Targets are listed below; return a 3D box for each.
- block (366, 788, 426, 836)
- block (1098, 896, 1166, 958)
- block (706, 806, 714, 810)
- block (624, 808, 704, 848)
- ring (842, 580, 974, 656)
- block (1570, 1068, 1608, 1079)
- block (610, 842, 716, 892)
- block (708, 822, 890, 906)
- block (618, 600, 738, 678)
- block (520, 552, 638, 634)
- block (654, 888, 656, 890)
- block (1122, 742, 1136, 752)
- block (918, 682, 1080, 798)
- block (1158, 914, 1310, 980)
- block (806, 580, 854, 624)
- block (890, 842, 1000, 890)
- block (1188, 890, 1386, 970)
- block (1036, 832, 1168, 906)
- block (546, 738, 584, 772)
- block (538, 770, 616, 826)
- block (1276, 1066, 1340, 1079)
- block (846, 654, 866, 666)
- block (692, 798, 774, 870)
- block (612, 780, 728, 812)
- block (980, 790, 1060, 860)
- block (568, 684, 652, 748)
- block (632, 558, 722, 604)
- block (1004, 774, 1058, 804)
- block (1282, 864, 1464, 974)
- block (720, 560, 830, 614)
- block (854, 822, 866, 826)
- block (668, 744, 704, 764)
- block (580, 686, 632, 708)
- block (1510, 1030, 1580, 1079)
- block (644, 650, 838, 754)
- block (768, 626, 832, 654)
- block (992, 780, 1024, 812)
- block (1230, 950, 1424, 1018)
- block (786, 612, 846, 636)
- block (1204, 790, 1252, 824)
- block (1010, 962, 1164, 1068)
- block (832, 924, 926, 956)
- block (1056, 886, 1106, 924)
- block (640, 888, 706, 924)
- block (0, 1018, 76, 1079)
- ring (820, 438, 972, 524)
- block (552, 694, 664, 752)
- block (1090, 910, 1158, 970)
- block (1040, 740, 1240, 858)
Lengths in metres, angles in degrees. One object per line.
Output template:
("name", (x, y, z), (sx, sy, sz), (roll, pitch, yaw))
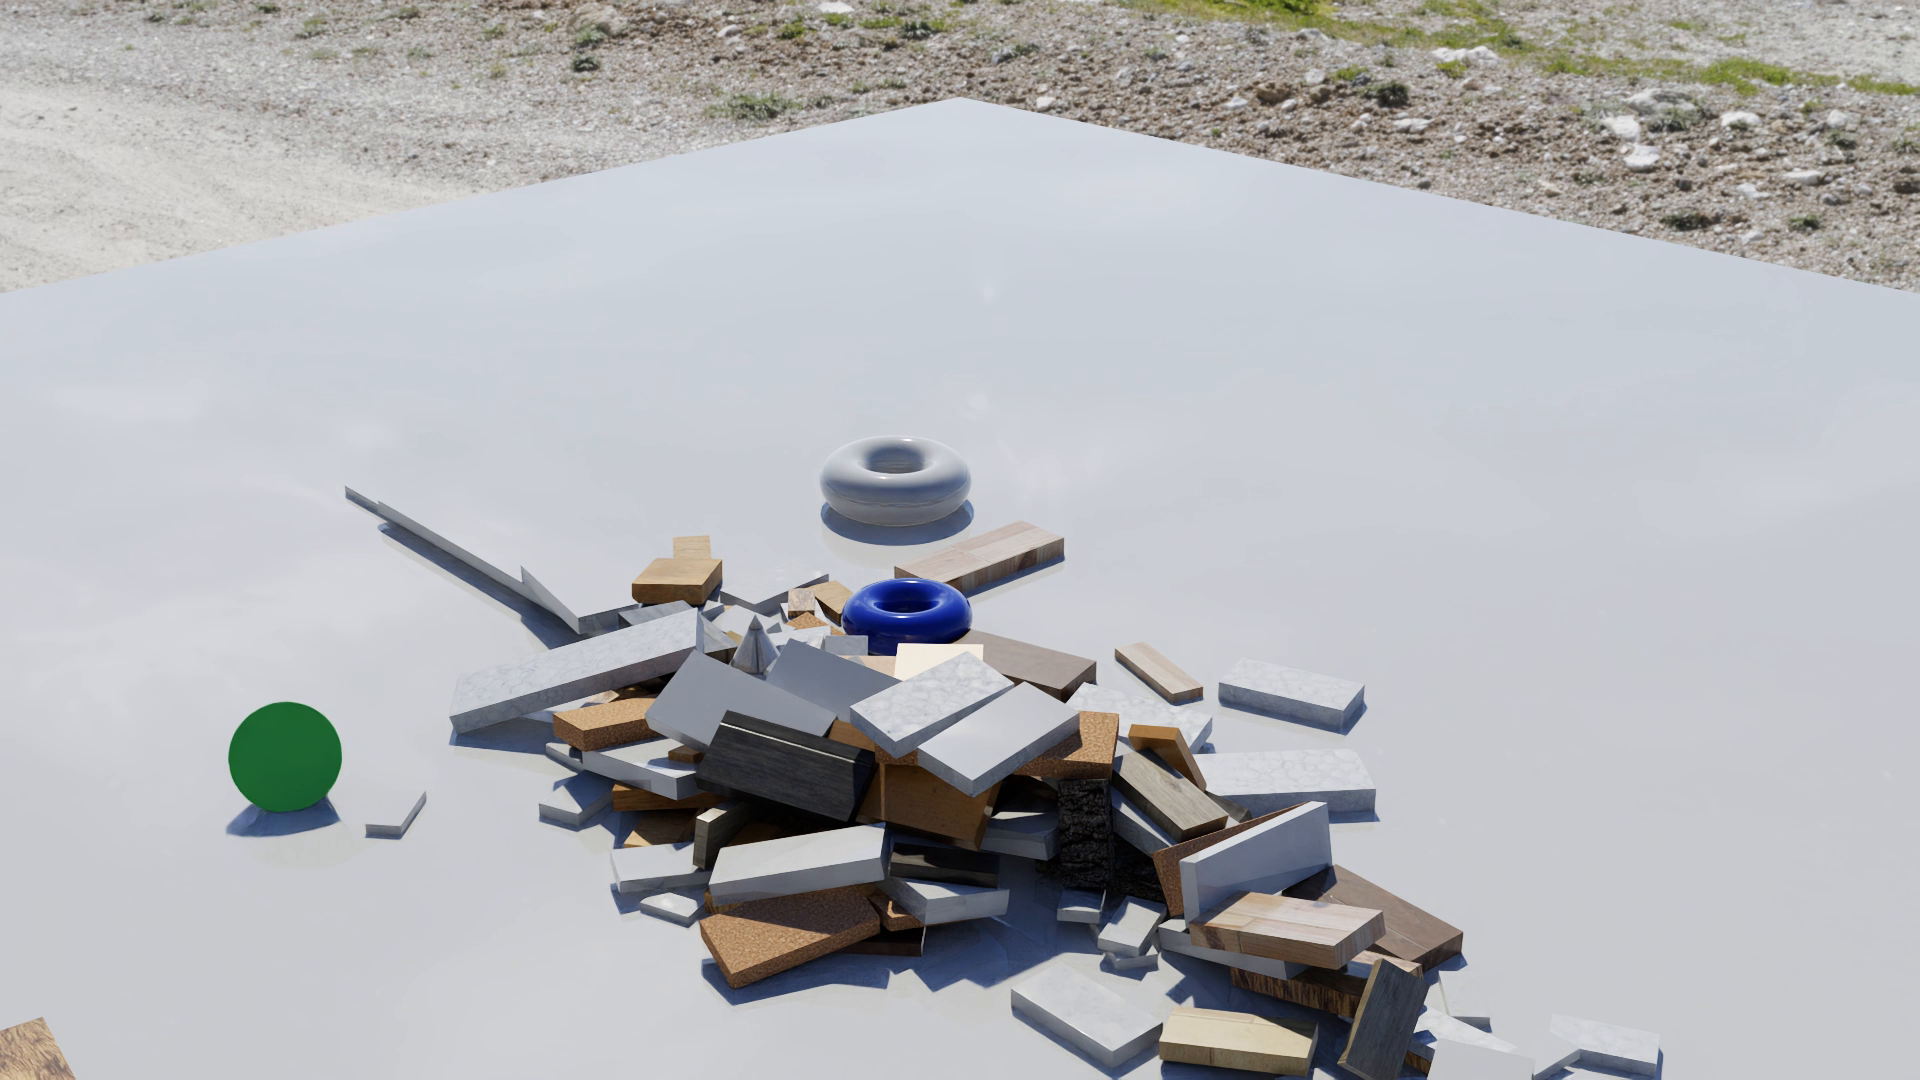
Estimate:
("block", (-1.139, 0.548, 4.443), (0.073, 0.021, 0.147), (3, 23, 6))
("block", (0.315, 0.705, 4.015), (0.077, 0.022, 0.155), (10, 25, 22))
("block", (-0.450, 0.523, 4.479), (0.134, 0.019, 0.067), (-15, 16, -38))
("block", (-0.587, 0.573, 4.376), (0.097, 0.028, 0.194), (5, 24, 12))
("ring", (-0.125, 0.182, 5.201), (0.313, 0.104, 0.313), (-1, 22, 0))
("block", (1.025, 0.886, 3.424), (0.177, 0.025, 0.089), (16, 29, 42))
("block", (-0.564, 0.624, 4.210), (0.194, 0.028, 0.097), (-3, 30, -19))
("block", (-0.294, 0.599, 4.068), (0.318, 0.045, 0.159), (-10, 16, 5))
("block", (-0.636, 0.222, 4.966), (0.161, 0.046, 0.322), (-11, 22, -28))
("block", (-0.911, 0.124, 5.258), (0.152, 0.043, 0.358), (-14, 27, -29))
("block", (-0.564, 0.637, 4.240), (0.054, 0.015, 0.109), (18, 29, 37))
("block", (0.228, 0.401, 4.505), (0.174, 0.049, 0.348), (23, -2, 34))
("block", (0.075, 0.375, 4.166), (0.291, 0.041, 0.145), (-28, 41, -36))
("block", (0.518, 0.709, 3.931), (0.153, 0.043, 0.305), (-19, 14, -37))
("block", (-0.300, 0.150, 5.375), (0.089, 0.025, 0.178), (-13, 26, -29))
("block", (-0.027, 0.602, 4.067), (0.199, 0.028, 0.099), (7, 13, 0))
("block", (0.567, 0.676, 3.829), (0.305, 0.043, 0.153), (1, 16, 44))
("block", (0.337, 0.614, 4.190), (0.350, 0.050, 0.175), (9, 20, 34))
("block", (-0.803, 0.453, 4.665), (0.147, 0.021, 0.073), (20, 30, 38))
("block", (-0.764, 0.518, 4.504), (0.097, 0.028, 0.194), (11, 25, 24))
("block", (0.598, 0.924, 3.549), (0.095, 0.027, 0.191), (-9, 25, -20))
("block", (-0.177, 0.330, 4.559), (0.200, 0.028, 0.100), (50, 16, 8))
("block", (-0.400, 0.530, 4.323), (0.028, 0.100, 0.382), (16, 21, 25))
("block", (-0.541, 0.497, 4.452), (0.303, 0.043, 0.152), (-3, 12, -2))
("block", (0.080, 0.547, 4.317), (0.350, 0.050, 0.175), (3, 20, 39))
("block", (-0.698, 0.386, 4.763), (0.152, 0.043, 0.303), (10, 20, 22))
("block", (-0.688, 0.099, 5.371), (0.168, 0.048, 0.336), (1, 10, 2))
("block", (0.121, 0.433, 4.374), (0.268, 0.038, 0.134), (23, 30, 31))
("block", (0.756, 0.702, 4.051), (0.152, 0.043, 0.304), (-18, 29, -36))
("block", (-0.457, 0.119, 5.435), (0.126, 0.036, 0.251), (20, 30, 38))
("block", (-0.192, 0.521, 4.377), (0.061, 0.122, 0.017), (-20, 13, -39))
("block", (-0.524, 0.422, 4.437), (0.064, 0.018, 0.128), (5, 14, 31))
("block", (-0.781, 0.360, 4.886), (0.073, 0.021, 0.147), (8, 24, 19))
("block", (0.929, 0.842, 3.555), (0.137, 0.019, 0.068), (-19, 26, -30))
("block", (-0.434, 0.362, 4.386), (0.353, 0.050, 0.176), (22, 59, 23))
("block", (-0.387, 0.234, 5.001), (0.190, 0.027, 0.095), (-8, 16, -2))
("block", (-0.003, 0.487, 4.418), (0.268, 0.038, 0.134), (3, 19, 37))
("block", (0.635, 0.757, 3.828), (0.153, 0.043, 0.305), (-20, 16, -38))
("block", (-0.325, 0.233, 5.136), (0.181, 0.026, 0.090), (28, 38, 32))
("block", (0.451, 0.546, 4.365), (0.235, 0.033, 0.117), (21, 59, 40))
("block", (0.217, 0.816, 3.792), (0.123, 0.035, 0.247), (-20, 30, -38))
("block", (-0.161, 0.721, 4.027), (0.190, 0.027, 0.095), (2, 23, 4))
("block", (0.227, 0.675, 4.097), (0.077, 0.022, 0.155), (3, 10, 8))
("block", (-0.539, 0.687, 4.123), (0.109, 0.015, 0.054), (12, 26, 26))
("block", (-1.538, 0.893, 3.603), (0.145, 0.041, 0.291), (-15, 27, -32))
("ring", (-0.175, -0.164, 5.972), (0.417, 0.139, 0.417), (1, 24, 0))
("block", (-0.673, 0.375, 4.624), (0.321, 0.046, 0.161), (-9, 14, -31))
("block", (0.298, 0.729, 4.015), (0.077, 0.022, 0.155), (-6, 24, -15))
("block", (0.343, 0.500, 4.214), (0.175, 0.050, 0.350), (-19, 40, -42))
